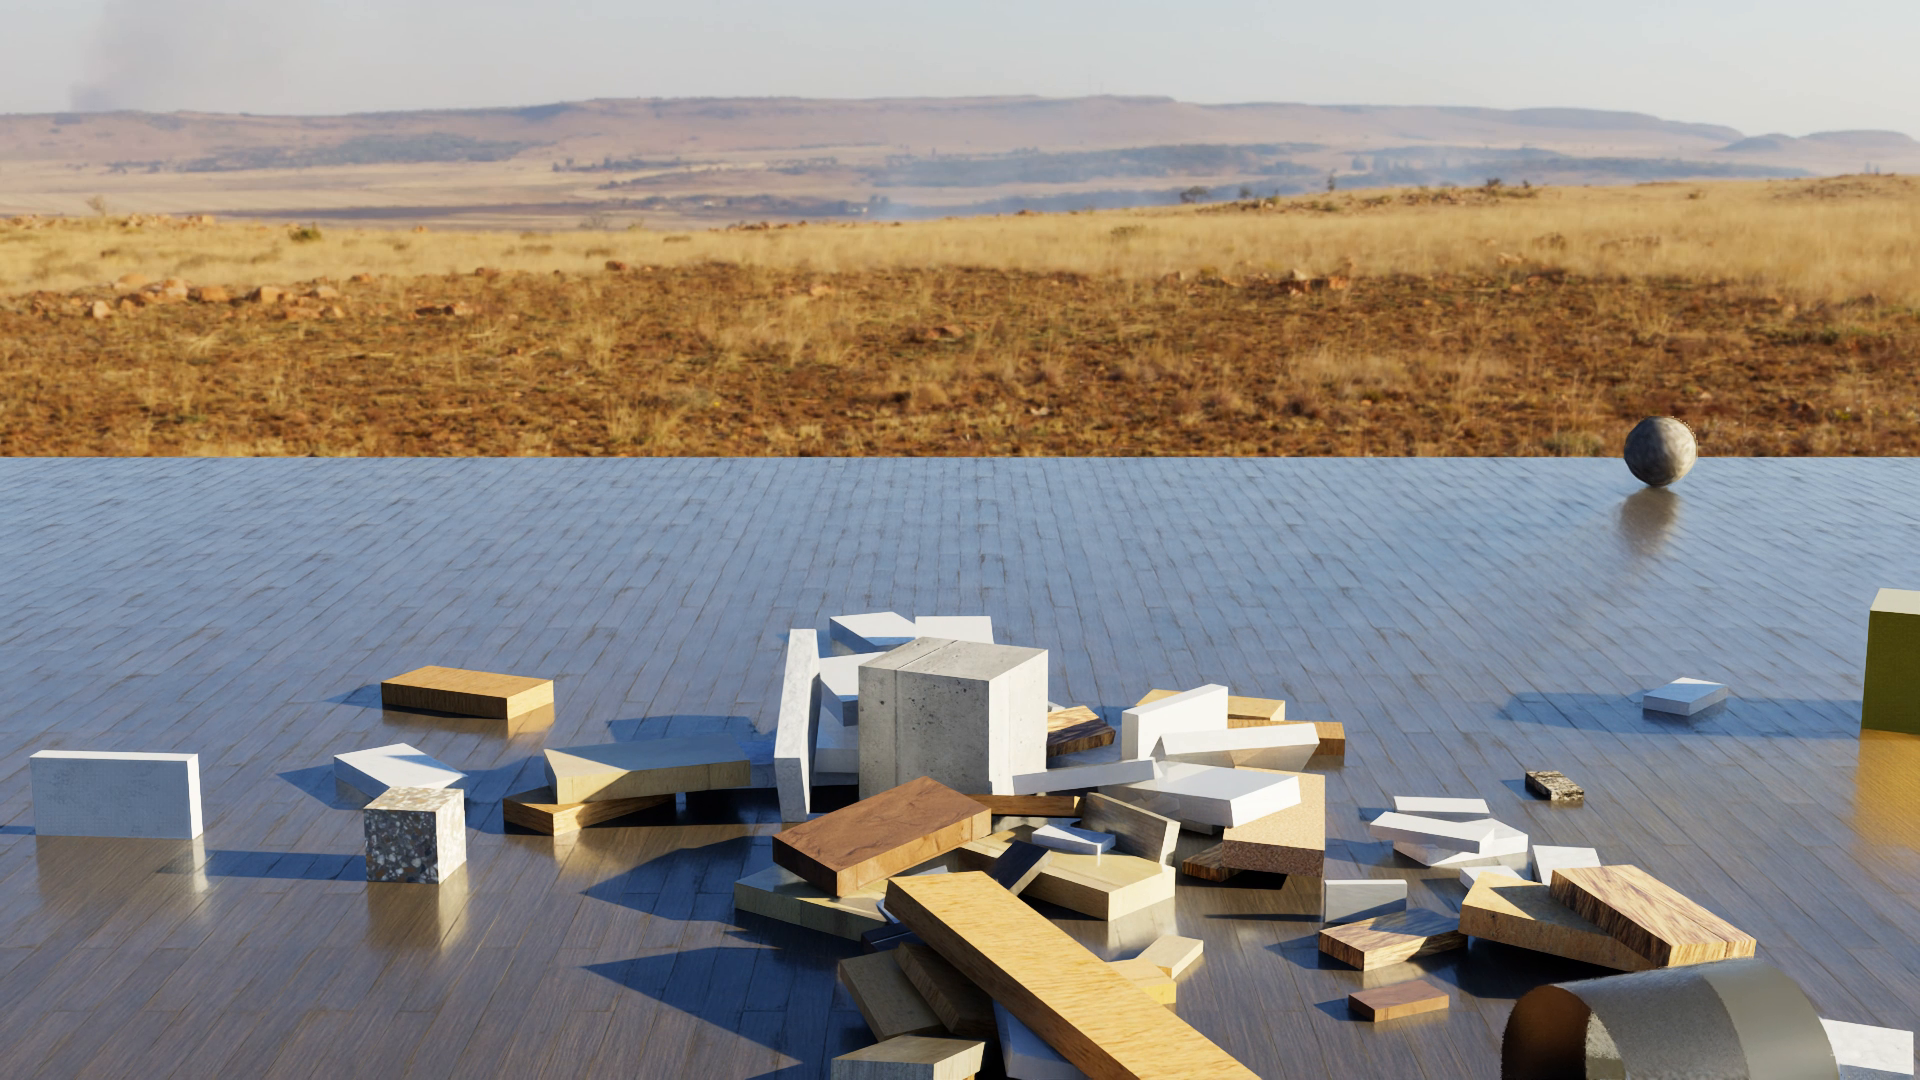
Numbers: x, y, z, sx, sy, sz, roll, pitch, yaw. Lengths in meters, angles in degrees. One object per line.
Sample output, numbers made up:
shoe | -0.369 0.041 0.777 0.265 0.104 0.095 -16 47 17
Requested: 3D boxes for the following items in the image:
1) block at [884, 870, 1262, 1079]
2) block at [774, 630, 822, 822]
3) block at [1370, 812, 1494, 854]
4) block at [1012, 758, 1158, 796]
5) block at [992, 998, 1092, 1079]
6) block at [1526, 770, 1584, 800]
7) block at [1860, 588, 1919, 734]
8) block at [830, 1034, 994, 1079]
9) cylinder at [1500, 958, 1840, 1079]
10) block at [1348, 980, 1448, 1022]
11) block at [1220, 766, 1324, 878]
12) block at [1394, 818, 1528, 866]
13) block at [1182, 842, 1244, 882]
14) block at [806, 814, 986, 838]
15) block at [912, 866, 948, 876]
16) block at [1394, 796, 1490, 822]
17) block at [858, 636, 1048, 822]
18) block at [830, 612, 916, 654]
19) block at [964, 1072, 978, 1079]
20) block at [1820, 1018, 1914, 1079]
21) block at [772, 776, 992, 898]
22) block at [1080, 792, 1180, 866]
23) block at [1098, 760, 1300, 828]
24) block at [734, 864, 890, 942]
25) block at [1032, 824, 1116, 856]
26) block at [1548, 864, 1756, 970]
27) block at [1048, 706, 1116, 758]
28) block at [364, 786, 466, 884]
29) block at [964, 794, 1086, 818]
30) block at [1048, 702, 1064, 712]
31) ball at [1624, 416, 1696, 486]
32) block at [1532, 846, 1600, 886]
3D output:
block | 0.148 0.627 3.036 0.168 0.048 0.713 1 15 -34
block | -0.302 0.345 4.123 0.048 0.170 0.339 0 40 3
block | 0.827 0.513 3.856 0.196 0.023 0.083 6 12 29
block | 0.226 0.424 3.953 0.251 0.036 0.126 -7 -4 6
block | 0.116 0.673 3.013 0.122 0.035 0.244 13 12 -7
block | 1.147 0.474 4.245 0.064 0.018 0.129 -1 11 -8
block | 2.092 0.264 4.718 0.258 0.258 0.258 5 12 26
block | -0.052 0.659 2.779 0.122 0.035 0.467 0 -9 10
cylinder | 0.835 0.649 2.602 0.275 0.275 0.275 -4 11 -19
block | 0.637 0.669 3.194 0.130 0.018 0.065 -5 12 -25
block | 0.565 0.498 3.939 0.169 0.048 0.520 5 9 9
block | 0.885 0.534 3.891 0.209 0.030 0.104 -4 11 -22
block | 0.463 0.553 3.811 0.076 0.022 0.170 8 13 37
block | -0.113 0.505 3.875 0.309 0.044 0.154 0 -9 -2
block | -0.042 0.580 3.435 0.076 0.022 0.152 -17 38 -1
block | 0.892 0.502 4.078 0.166 0.023 0.083 1 11 6
block | -0.011 0.355 4.193 0.270 0.270 0.270 5 12 25
block | -0.186 0.241 5.418 0.170 0.048 0.339 -4 11 -22
block | -0.027 0.701 2.850 0.087 0.025 0.174 1 -9 5
block | 1.133 0.694 2.993 0.300 0.042 0.150 4 11 23
block | -0.128 0.492 3.673 0.336 0.048 0.168 -17 26 -39
block | 0.288 0.512 3.793 0.030 0.104 0.209 10 2 -38
block | 0.424 0.452 3.937 0.169 0.048 0.338 -13 8 -38
block | -0.197 0.586 3.570 0.314 0.044 0.154 8 13 35
block | 0.195 0.513 3.772 0.129 0.018 0.064 6 12 31
block | 1.049 0.573 3.350 0.150 0.042 0.300 0 13 -20
block | 0.197 0.384 4.383 0.209 0.030 0.104 -8 31 -36
block | -0.934 0.505 3.775 0.128 0.128 0.128 1 11 8
block | 0.117 0.477 3.936 0.236 0.033 0.118 -2 -10 25
block | 0.142 0.343 4.591 0.126 0.036 0.295 21 -2 8
ball | 2.507 -0.317 7.879 0.247 0.247 0.247 0 11 0
block | 1.023 0.573 3.681 0.104 0.030 0.284 2 11 10
